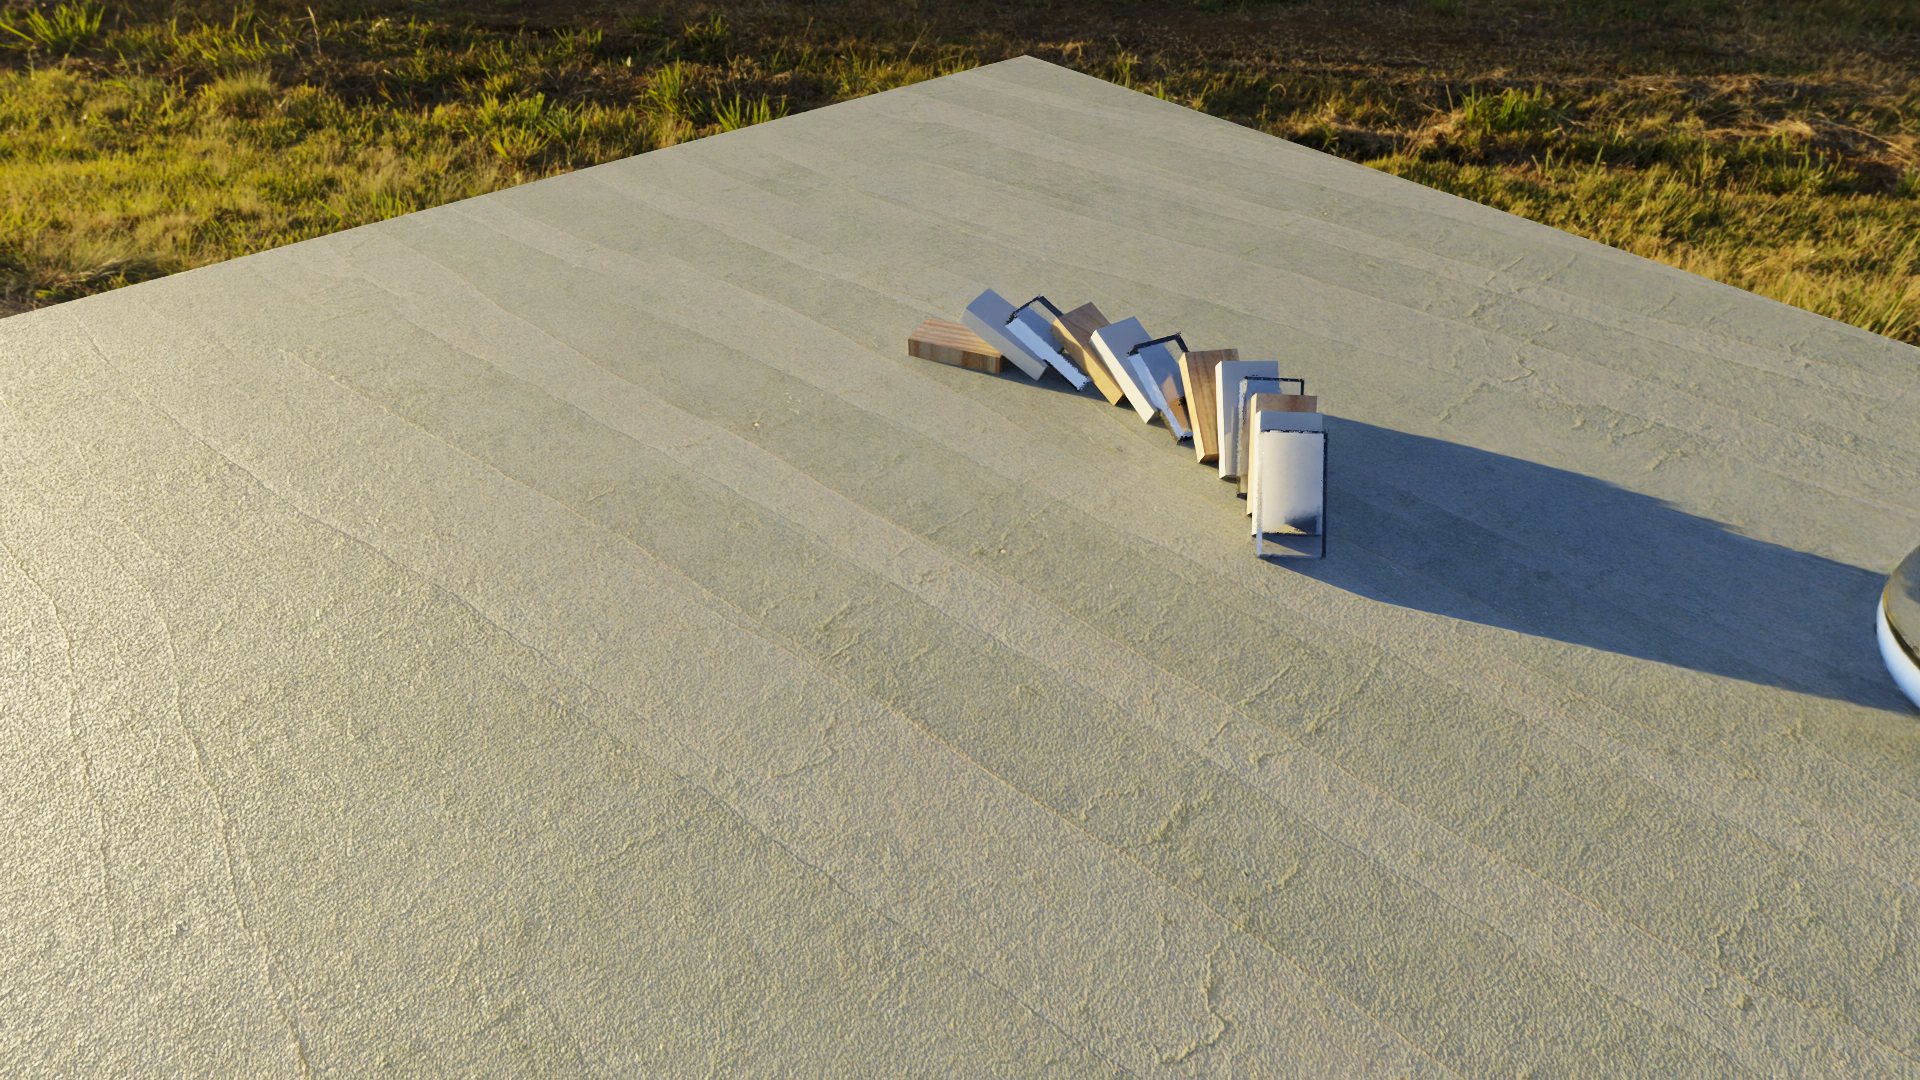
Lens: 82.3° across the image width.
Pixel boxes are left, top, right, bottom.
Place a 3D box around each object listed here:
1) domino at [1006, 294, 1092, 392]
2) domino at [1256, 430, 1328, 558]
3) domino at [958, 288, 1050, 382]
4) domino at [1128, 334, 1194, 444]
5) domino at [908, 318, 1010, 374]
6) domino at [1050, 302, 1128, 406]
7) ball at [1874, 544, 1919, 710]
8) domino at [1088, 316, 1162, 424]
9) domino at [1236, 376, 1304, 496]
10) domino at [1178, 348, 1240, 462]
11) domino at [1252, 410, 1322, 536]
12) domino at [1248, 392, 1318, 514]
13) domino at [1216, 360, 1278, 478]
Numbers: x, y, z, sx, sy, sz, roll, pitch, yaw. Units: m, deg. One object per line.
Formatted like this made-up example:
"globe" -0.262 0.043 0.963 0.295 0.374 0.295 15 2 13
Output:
"domino" 0.049 -0.098 0.548 0.050 0.010 0.025 44 52 9
"domino" 0.133 -0.018 0.440 0.025 0.050 0.009 2 -5 3
"domino" 0.027 -0.104 0.554 0.050 0.010 0.025 38 47 4
"domino" 0.102 -0.071 0.513 0.025 0.009 0.050 -17 69 -20
"domino" 0.001 -0.100 0.566 0.050 0.010 0.025 15 42 17
"domino" 0.070 -0.091 0.538 0.025 0.010 0.050 -31 76 -32
"ball" 0.345 0.029 0.352 0.080 0.080 0.080 0 39 0
"domino" 0.086 -0.082 0.526 0.025 0.010 0.050 -24 72 -27
"domino" 0.133 -0.044 0.471 0.025 0.050 0.009 3 -5 3
"domino" 0.117 -0.061 0.497 0.025 0.010 0.050 -5 73 -6
"domino" 0.134 -0.027 0.450 0.025 0.050 0.009 3 -5 3
"domino" 0.135 -0.035 0.460 0.025 0.050 0.010 3 -5 3
"domino" 0.127 -0.053 0.482 0.025 0.050 0.009 -1 -5 -1
